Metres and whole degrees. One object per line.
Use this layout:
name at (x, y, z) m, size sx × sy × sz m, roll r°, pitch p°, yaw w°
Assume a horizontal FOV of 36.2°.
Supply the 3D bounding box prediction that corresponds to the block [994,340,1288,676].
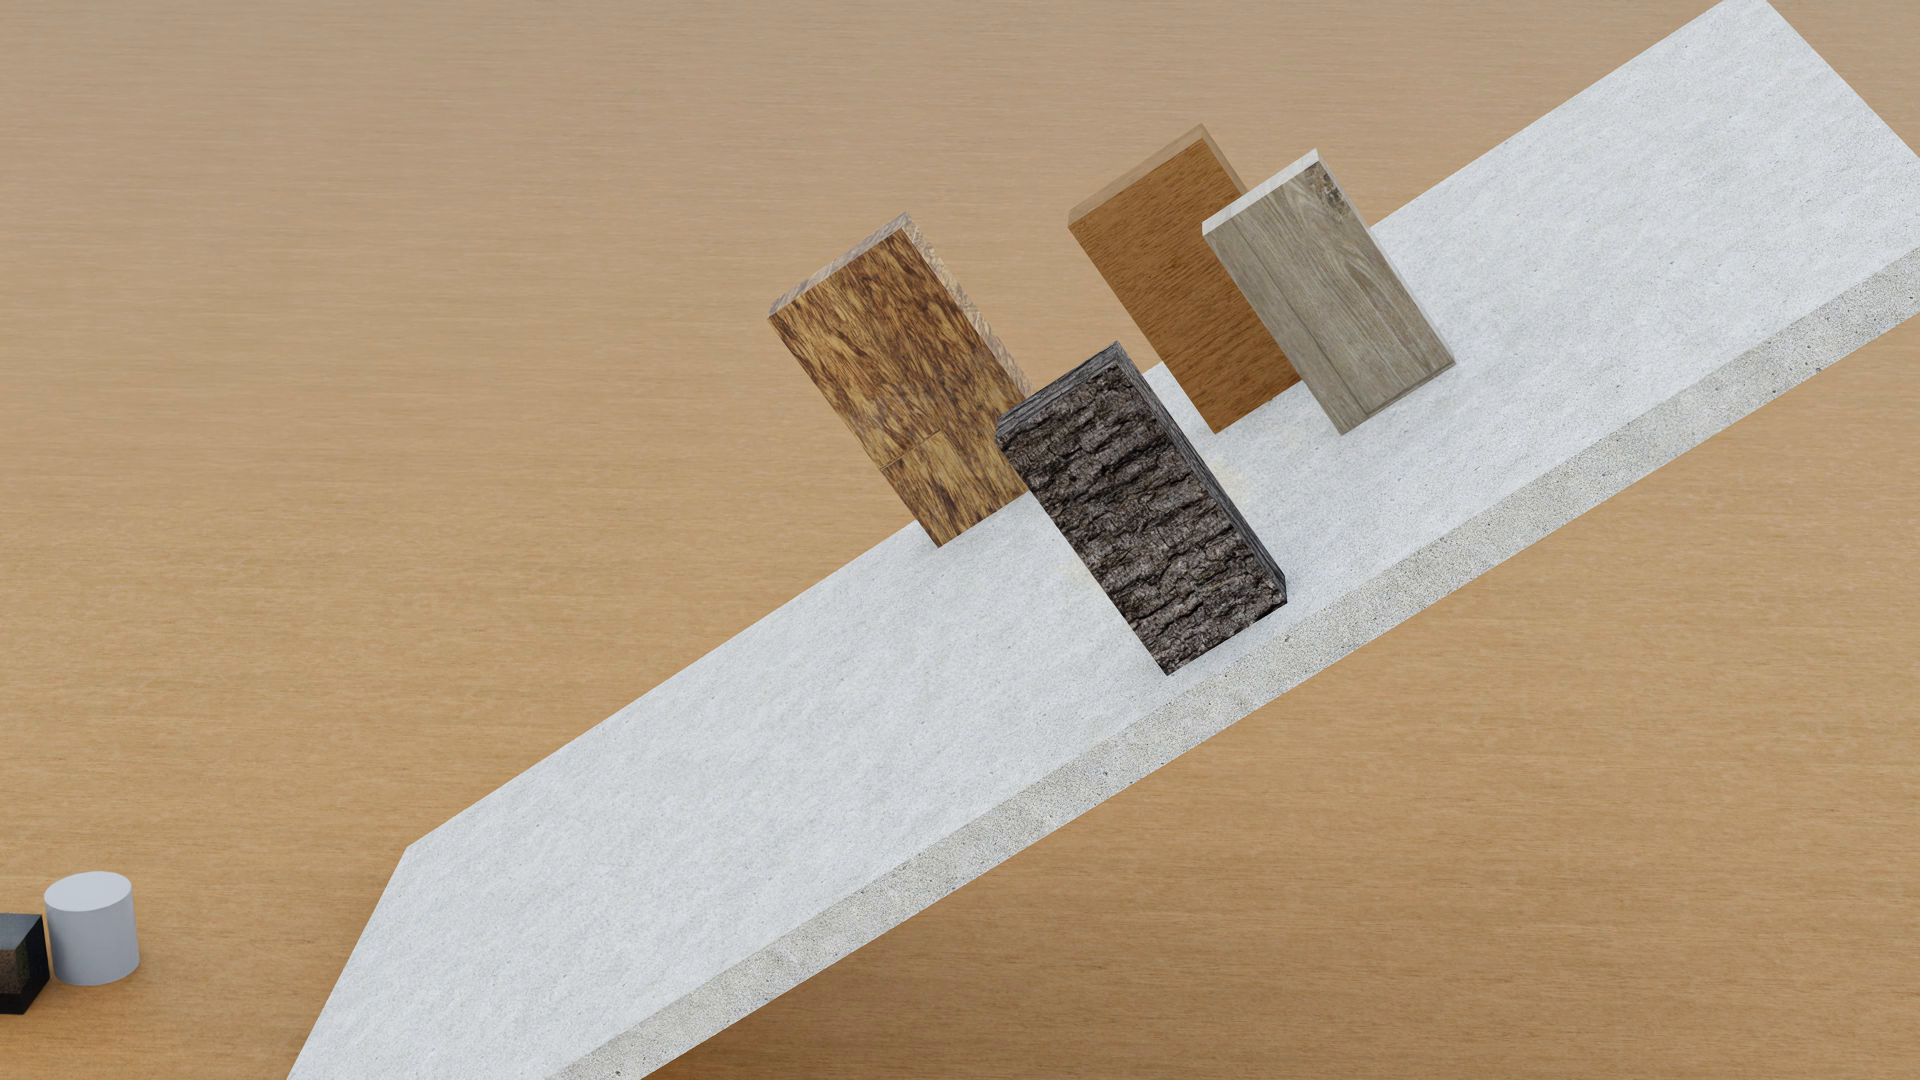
block at (0.330, -0.055, 5.321) m, size 0.262 × 0.548 × 0.132 m, roll -33°, pitch 16°, yaw 15°

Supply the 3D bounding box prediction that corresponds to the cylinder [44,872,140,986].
cylinder at (-2.152, 0.963, 7.293) m, size 0.207 × 0.207 × 0.207 m, roll 0°, pitch 21°, yaw 0°

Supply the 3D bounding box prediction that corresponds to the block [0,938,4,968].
block at (-2.467, 1.002, 7.306) m, size 0.125 × 0.125 × 0.125 m, roll -19°, pitch 28°, yaw -39°

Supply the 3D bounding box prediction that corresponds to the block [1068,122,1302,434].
block at (0.534, -0.559, 6.326) m, size 0.342 × 0.563 × 0.136 m, roll -33°, pitch 16°, yaw 15°

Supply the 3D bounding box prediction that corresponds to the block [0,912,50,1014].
block at (-2.345, 1.030, 7.163) m, size 0.178 × 0.178 × 0.178 m, roll 2°, pitch 22°, yaw 4°

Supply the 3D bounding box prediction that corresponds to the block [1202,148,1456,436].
block at (0.729, -0.488, 5.811) m, size 0.267 × 0.498 × 0.102 m, roll -33°, pitch 16°, yaw 15°

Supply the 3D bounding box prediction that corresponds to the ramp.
ramp at (0.135, 0.174, 6.307) m, size 4.000 × 0.100 × 2.000 m, roll -33°, pitch 16°, yaw 15°

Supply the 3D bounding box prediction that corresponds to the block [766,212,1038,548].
block at (-0.088, -0.372, 6.906) m, size 0.386 × 0.687 × 0.146 m, roll -33°, pitch 16°, yaw 15°
